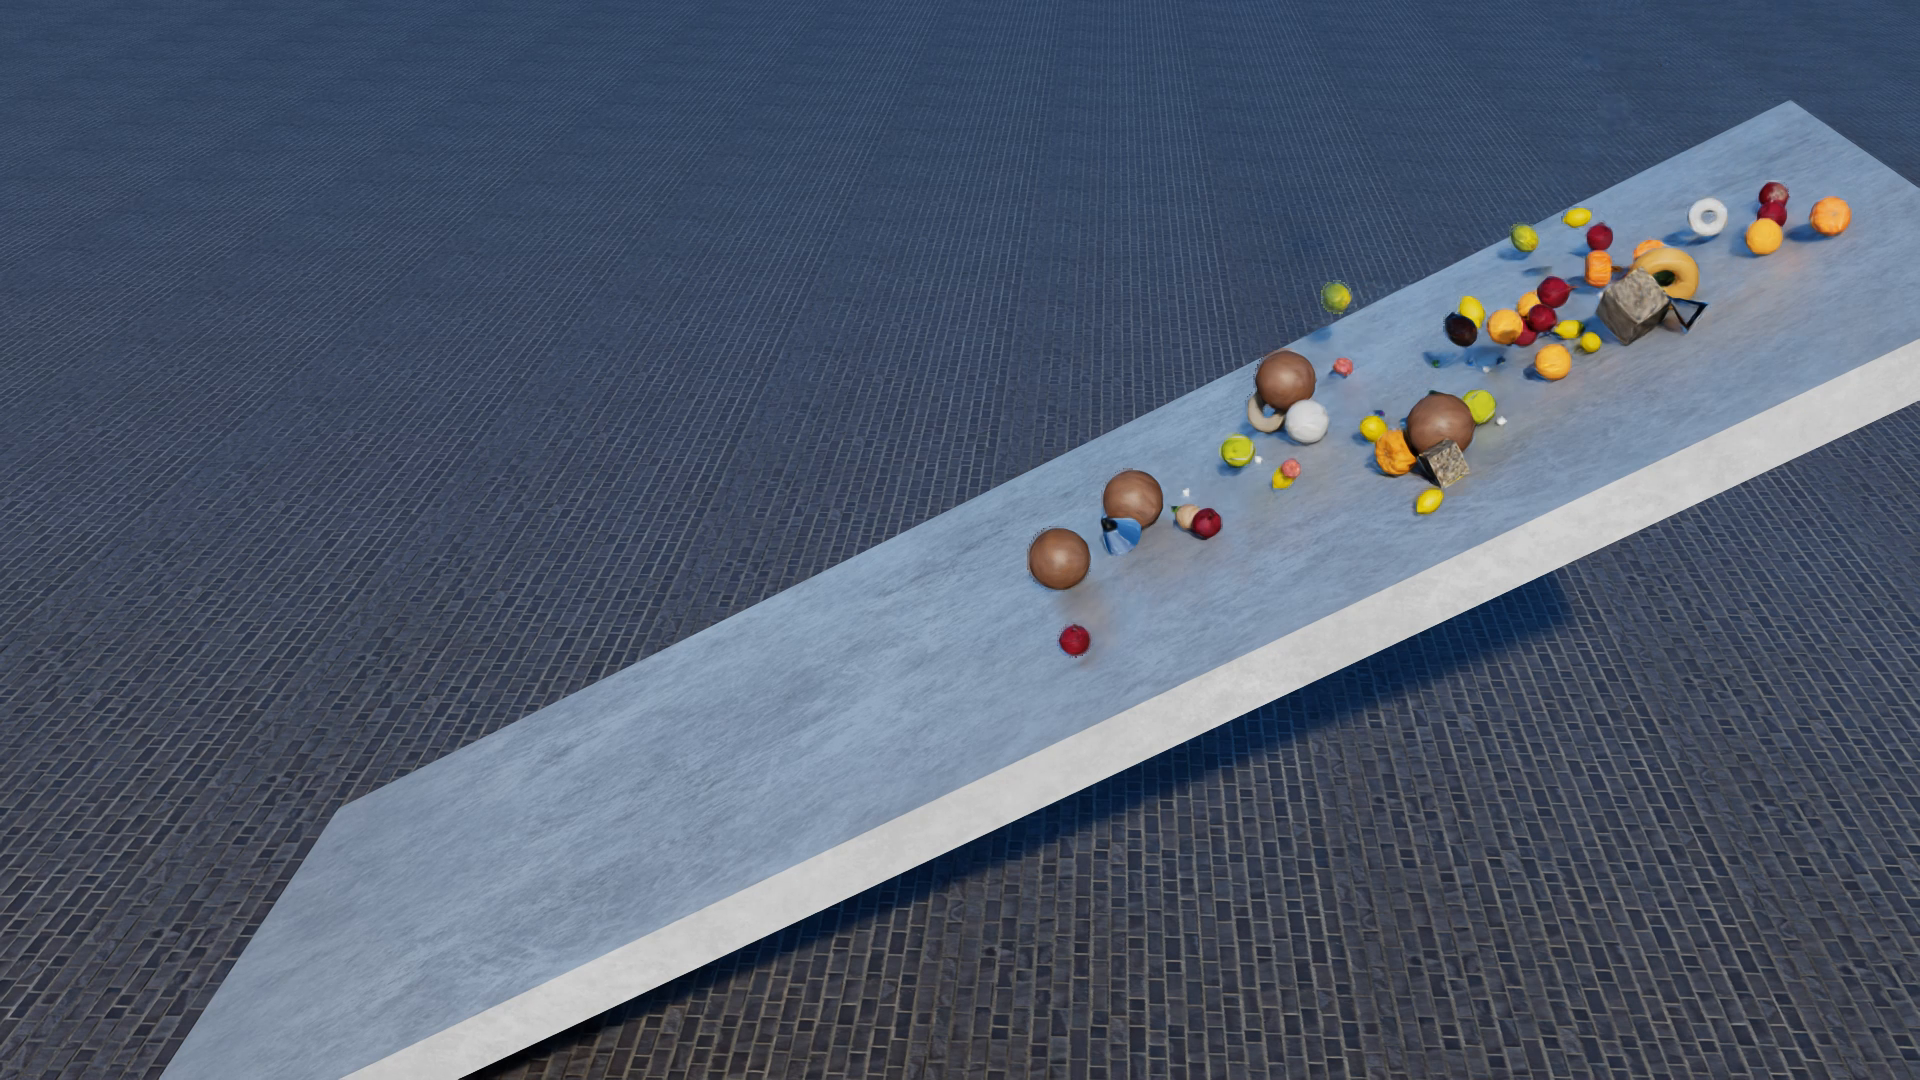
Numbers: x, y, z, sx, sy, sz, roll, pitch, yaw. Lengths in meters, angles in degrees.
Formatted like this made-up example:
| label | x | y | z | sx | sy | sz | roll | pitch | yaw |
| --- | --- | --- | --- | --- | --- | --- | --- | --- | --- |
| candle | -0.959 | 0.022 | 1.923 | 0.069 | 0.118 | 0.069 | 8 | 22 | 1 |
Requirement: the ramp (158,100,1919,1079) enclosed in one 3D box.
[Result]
| label | x | y | z | sx | sy | sz | roll | pitch | yaw |
| --- | --- | --- | --- | --- | --- | --- | --- | --- | --- |
| ramp | 0.140 | 0.167 | 6.281 | 4.000 | 0.100 | 2.000 | -26 | 14 | 10 |

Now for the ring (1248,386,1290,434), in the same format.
| label | x | y | z | sx | sy | sz | roll | pitch | yaw |
| --- | --- | --- | --- | --- | --- | --- | --- | --- | --- |
| ring | 0.671 | -0.283 | 6.390 | 0.104 | 0.104 | 0.035 | 12 | 1 | 35 |

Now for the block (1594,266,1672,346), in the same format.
| label | x | y | z | sx | sy | sz | roll | pitch | yaw |
| --- | --- | --- | --- | --- | --- | --- | --- | --- | --- |
| block | 1.316 | -0.456 | 5.744 | 0.094 | 0.094 | 0.094 | -33 | 72 | -15 |

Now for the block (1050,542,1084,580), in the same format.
| label | x | y | z | sx | sy | sz | roll | pitch | yaw |
| --- | --- | --- | --- | --- | --- | --- | --- | --- | --- |
| block | 0.226 | 0.044 | 6.235 | 0.053 | 0.053 | 0.053 | -28 | 14 | 4 |

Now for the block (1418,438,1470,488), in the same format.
| label | x | y | z | sx | sy | sz | roll | pitch | yaw |
| --- | --- | --- | --- | --- | --- | --- | --- | --- | --- |
| block | 0.914 | -0.144 | 5.550 | 0.064 | 0.064 | 0.064 | -29 | 14 | -2 |

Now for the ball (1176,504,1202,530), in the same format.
| label | x | y | z | sx | sy | sz | roll | pitch | yaw |
| --- | --- | --- | --- | --- | --- | --- | --- | --- | --- |
| ball | 0.473 | -0.048 | 6.077 | 0.056 | 0.056 | 0.056 | 0 | 17 | 0 |

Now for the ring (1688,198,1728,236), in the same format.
| label | x | y | z | sx | sy | sz | roll | pitch | yaw |
| --- | --- | --- | --- | --- | --- | --- | --- | --- | --- |
| ring | 1.544 | -0.666 | 6.070 | 0.081 | 0.081 | 0.027 | 3 | 22 | 10 |

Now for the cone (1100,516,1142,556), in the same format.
| label | x | y | z | sx | sy | sz | roll | pitch | yaw |
| --- | --- | --- | --- | --- | --- | --- | --- | --- | --- |
| cone | 0.318 | -0.027 | 6.155 | 0.090 | 0.090 | 0.090 | 16 | -15 | 42 |

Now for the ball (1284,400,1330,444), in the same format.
| label | x | y | z | sx | sy | sz | roll | pitch | yaw |
| --- | --- | --- | --- | --- | --- | --- | --- | --- | --- |
| ball | 0.734 | -0.251 | 6.219 | 0.094 | 0.094 | 0.094 | 0 | 17 | 0 |
